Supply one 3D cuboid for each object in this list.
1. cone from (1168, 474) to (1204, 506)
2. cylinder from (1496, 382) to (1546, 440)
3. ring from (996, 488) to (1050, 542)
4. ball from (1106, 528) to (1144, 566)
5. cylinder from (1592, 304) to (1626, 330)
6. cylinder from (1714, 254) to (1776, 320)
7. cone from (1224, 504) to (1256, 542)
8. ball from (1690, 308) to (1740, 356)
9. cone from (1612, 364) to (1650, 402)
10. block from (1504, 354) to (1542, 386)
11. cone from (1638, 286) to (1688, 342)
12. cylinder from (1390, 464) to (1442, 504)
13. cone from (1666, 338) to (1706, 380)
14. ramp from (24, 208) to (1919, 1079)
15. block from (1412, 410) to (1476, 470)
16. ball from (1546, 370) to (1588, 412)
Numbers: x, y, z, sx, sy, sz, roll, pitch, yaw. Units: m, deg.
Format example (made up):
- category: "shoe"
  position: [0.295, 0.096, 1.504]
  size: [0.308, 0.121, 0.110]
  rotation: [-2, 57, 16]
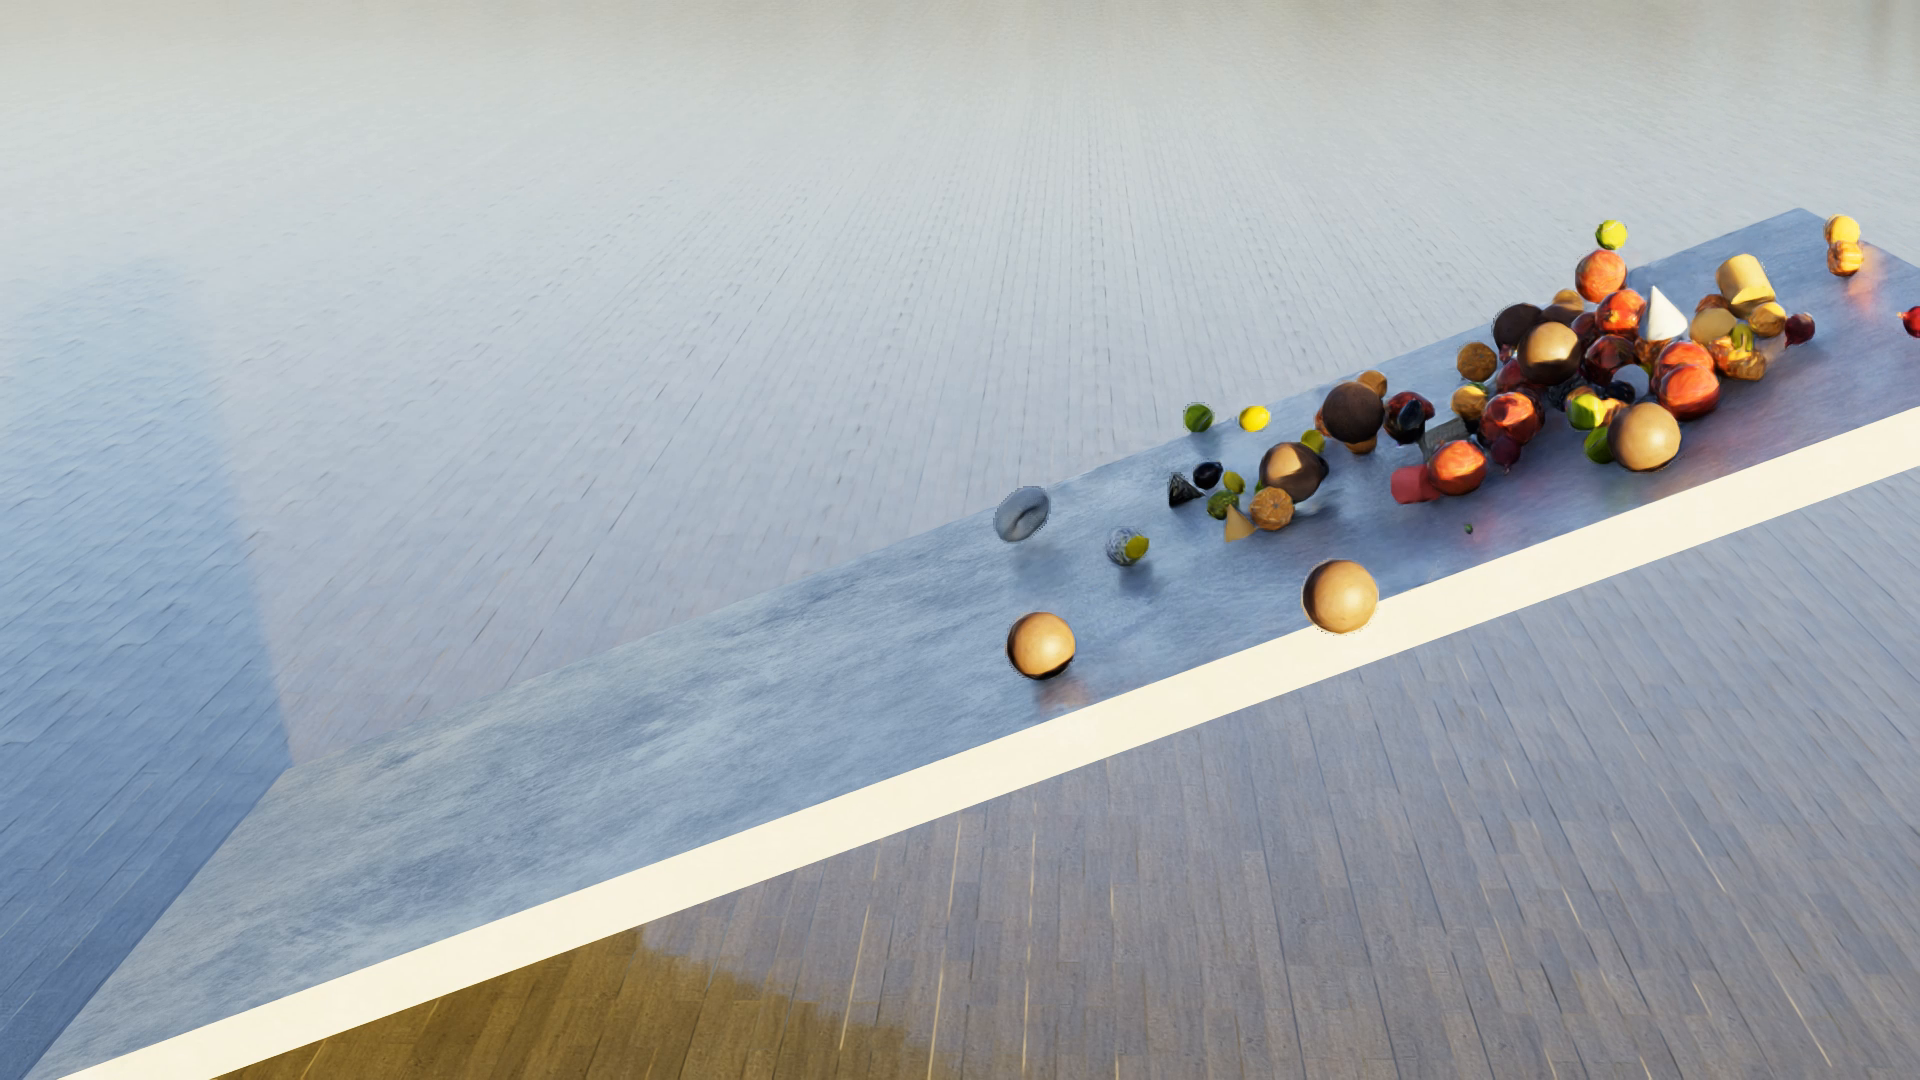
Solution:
- category: "cone"
  position: [0.508, -0.105, 6.514]
  size: [0.074, 0.074, 0.074]
  rotation: [10, 16, 18]
- category: "cylinder"
  position: [1.136, -0.258, 5.950]
  size: [0.087, 0.087, 0.087]
  rotation: [5, 37, 20]
- category: "ring"
  position: [0.142, -0.056, 6.695]
  size: [0.144, 0.144, 0.048]
  rotation: [-13, 47, -42]
- category: "ball"
  position: [0.345, 0.014, 6.160]
  size: [0.082, 0.082, 0.082]
  rotation: [0, 13, 0]
- category: "cylinder"
  position: [1.442, -0.495, 6.540]
  size: [0.055, 0.055, 0.055]
  rotation: [12, 15, 40]
- category: "cylinder"
  position: [1.630, -0.525, 6.108]
  size: [0.095, 0.095, 0.095]
  rotation: [-3, 47, -11]
- category: "cone"
  position: [0.565, -0.044, 6.054]
  size: [0.072, 0.072, 0.072]
  rotation: [-21, 12, 5]
- category: "ball"
  position: [1.524, -0.421, 5.943]
  size: [0.098, 0.098, 0.098]
  rotation: [0, 13, 0]
- category: "cone"
  position: [1.355, -0.307, 5.907]
  size: [0.078, 0.078, 0.078]
  rotation: [7, -4, 25]
- category: "block"
  position: [1.219, -0.366, 6.366]
  size: [0.054, 0.054, 0.054]
  rotation: [-12, 15, 39]
- category: "cone"
  position: [1.390, -0.466, 5.860]
  size: [0.100, 0.100, 0.100]
  rotation: [-15, 31, 10]
- category: "cylinder"
  position: [0.894, -0.110, 5.758]
  size: [0.072, 0.072, 0.072]
  rotation: [-12, 3, -41]
- category: "cone"
  position: [1.429, -0.371, 5.821]
  size: [0.079, 0.079, 0.079]
  rotation: [0, 55, -1]
- category: "ramp"
  position: [0.121, 0.175, 6.293]
  size: [4.000, 0.100, 2.000]
  rotation: [-20, 12, 7]
- category: "block"
  position: [0.982, -0.202, 5.968]
  size: [0.086, 0.086, 0.086]
  rotation: [-24, 12, -1]
- category: "ball"
  position: [1.235, -0.302, 5.977]
  size: [0.085, 0.085, 0.085]
  rotation: [0, 13, 0]
